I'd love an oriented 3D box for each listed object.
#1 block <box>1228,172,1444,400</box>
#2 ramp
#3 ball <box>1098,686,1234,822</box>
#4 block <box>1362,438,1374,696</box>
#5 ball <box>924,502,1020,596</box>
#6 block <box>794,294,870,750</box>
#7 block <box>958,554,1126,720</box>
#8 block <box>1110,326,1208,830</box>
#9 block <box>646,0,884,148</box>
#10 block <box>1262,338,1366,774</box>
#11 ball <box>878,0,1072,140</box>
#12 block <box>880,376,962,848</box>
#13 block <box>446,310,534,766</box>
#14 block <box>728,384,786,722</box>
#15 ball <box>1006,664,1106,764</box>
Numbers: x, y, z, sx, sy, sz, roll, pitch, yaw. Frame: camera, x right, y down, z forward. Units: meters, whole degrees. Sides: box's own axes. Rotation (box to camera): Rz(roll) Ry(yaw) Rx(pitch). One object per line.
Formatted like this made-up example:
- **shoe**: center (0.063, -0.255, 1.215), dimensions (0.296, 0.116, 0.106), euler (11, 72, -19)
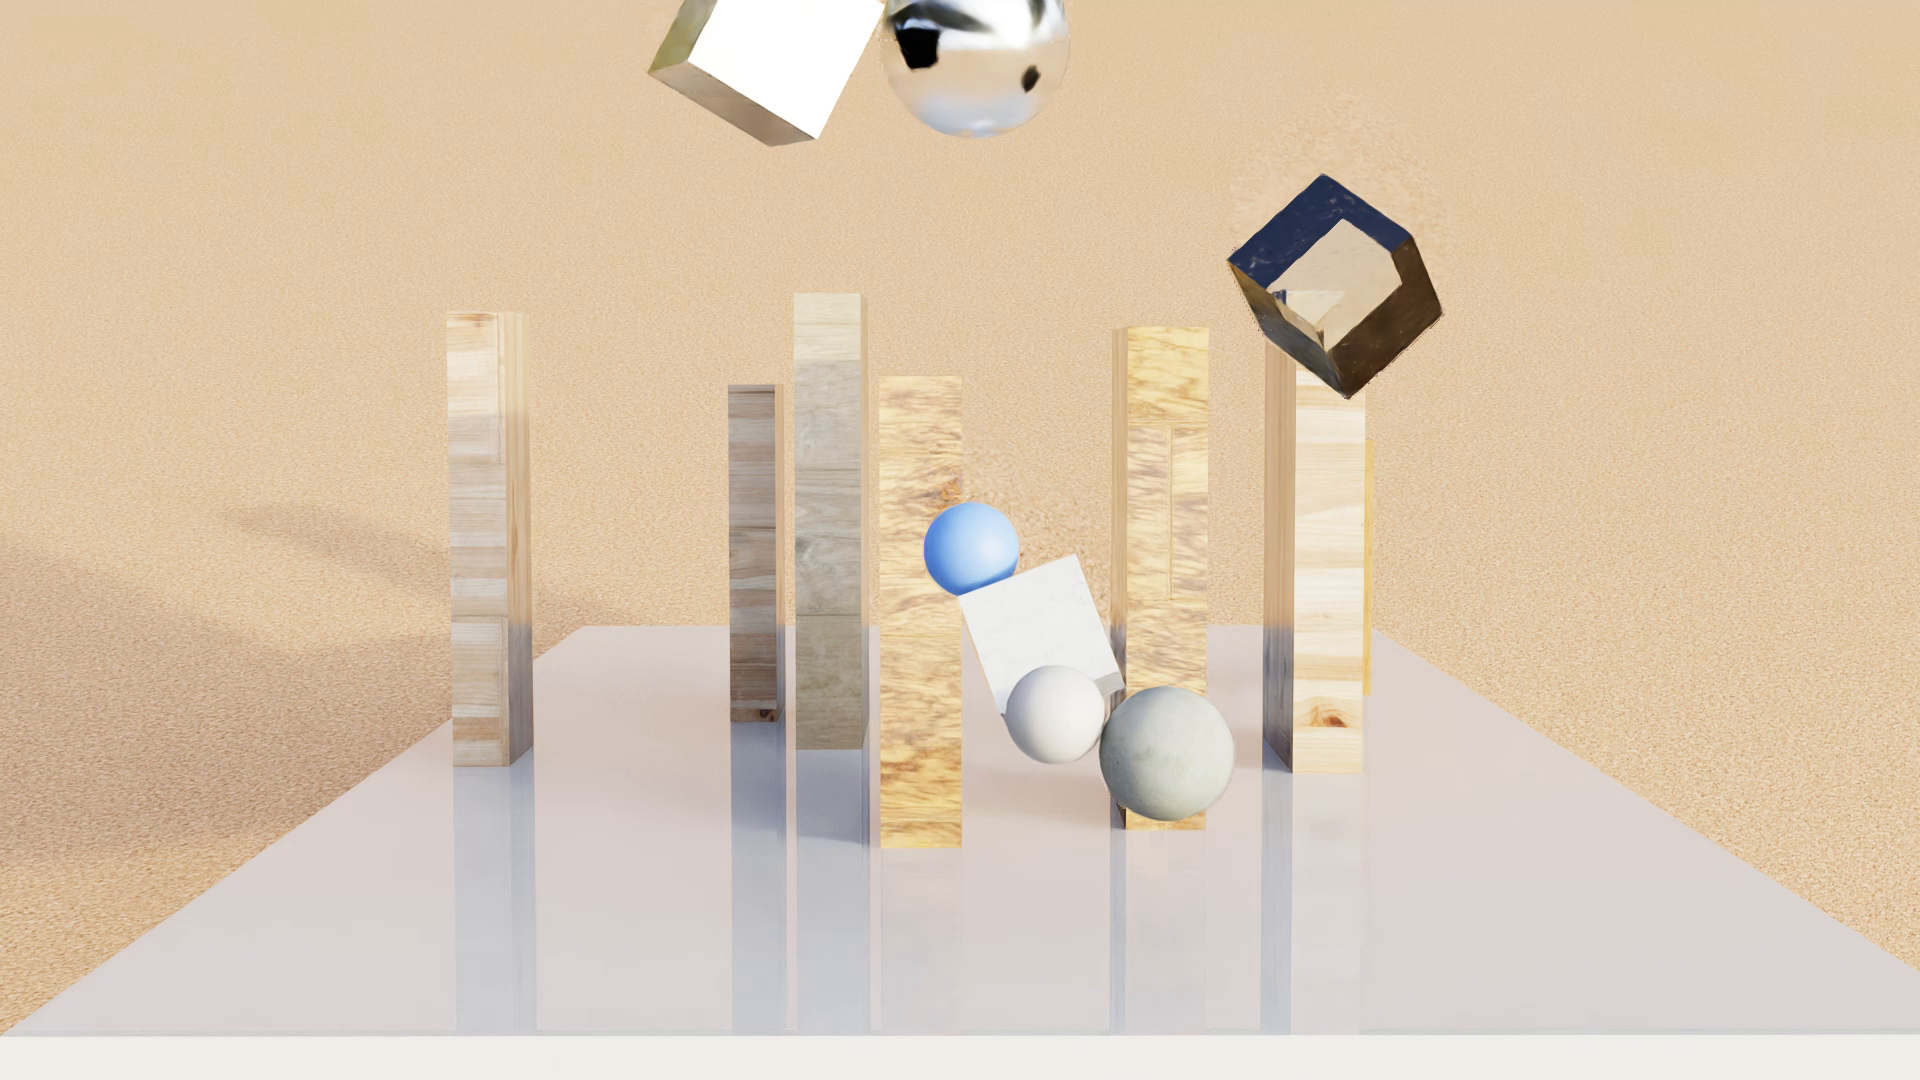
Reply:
- **block**: center (0.385, -0.259, 2.628), dimensions (0.135, 0.135, 0.135), euler (-42, 51, -5)
- **ramp**: center (0.045, 0.404, 4.539), dimensions (2.000, 0.100, 4.000), euler (0, 4, 0)
- **ball**: center (0.228, 0.236, 2.836), dimensions (0.150, 0.150, 0.150), euler (0, 19, 0)
- **block**: center (0.770, 0.046, 5.271), dimensions (0.109, 0.514, 0.274), euler (0, 4, 0)
- **ball**: center (0.013, 0.012, 3.056), dimensions (0.115, 0.115, 0.115), euler (0, 19, 0)
- **block**: center (-0.227, -0.043, 4.601), dimensions (0.114, 0.784, 0.399), euler (0, 4, 0)
- **block**: center (0.099, 0.122, 3.051), dimensions (0.147, 0.147, 0.147), euler (-20, -13, 3)
- **block**: center (0.293, 0.044, 3.820), dimensions (0.114, 0.716, 0.369), euler (0, 4, 0)
- **block**: center (-0.195, -0.497, 2.554), dimensions (0.148, 0.148, 0.148), euler (29, -6, -22)
- **block**: center (0.596, -0.010, 4.348), dimensions (0.112, 0.751, 0.415), euler (0, 4, 0)
- **ball**: center (0.015, -0.523, 2.691), dimensions (0.203, 0.203, 0.203), euler (0, 19, 0)
- **block**: center (-0.054, 0.090, 3.663), dimensions (0.111, 0.647, 0.320), euler (0, 4, 0)
- **block**: center (-0.792, -0.008, 4.339), dimensions (0.093, 0.751, 0.247), euler (0, 4, 0)
- **block**: center (-0.384, 0.017, 4.875), dimensions (0.087, 0.626, 0.253), euler (0, 4, 0)
- **ball**: center (0.106, 0.192, 2.833), dimensions (0.111, 0.111, 0.111), euler (0, 19, 0)
